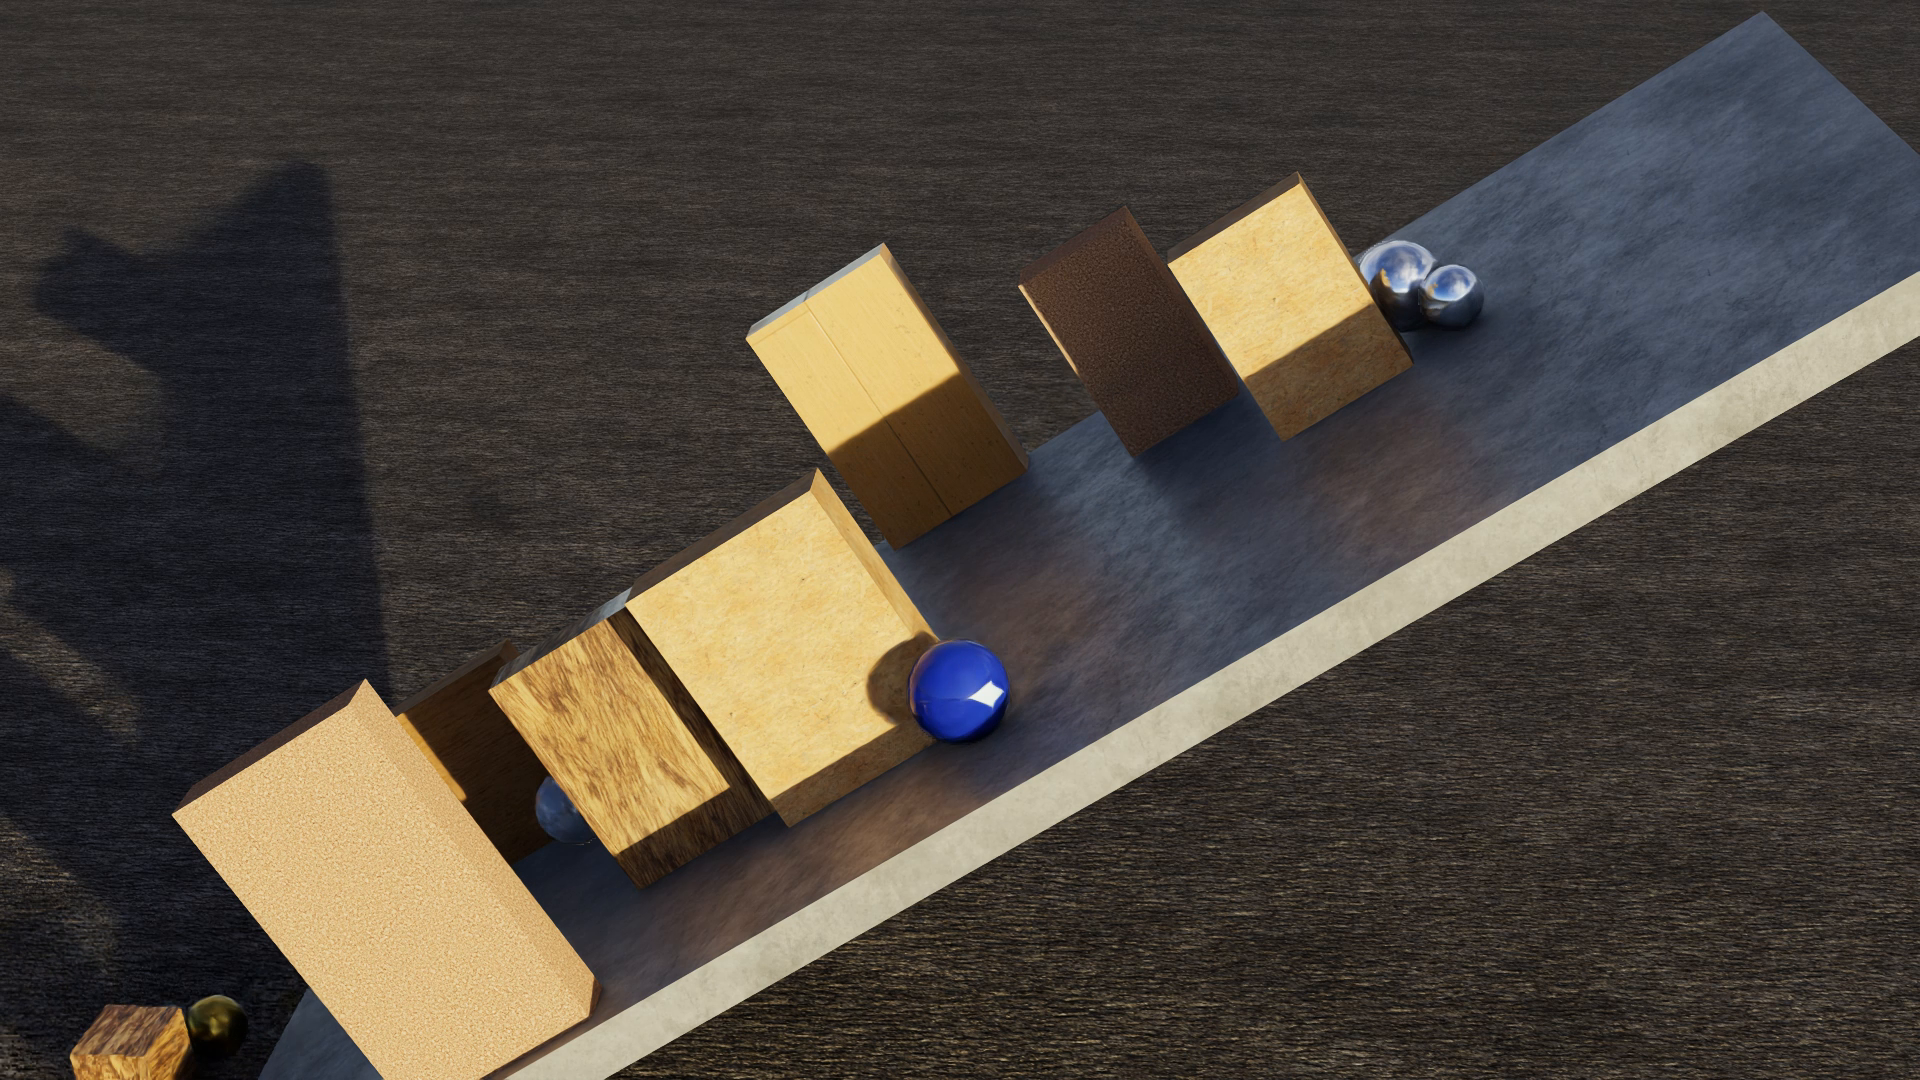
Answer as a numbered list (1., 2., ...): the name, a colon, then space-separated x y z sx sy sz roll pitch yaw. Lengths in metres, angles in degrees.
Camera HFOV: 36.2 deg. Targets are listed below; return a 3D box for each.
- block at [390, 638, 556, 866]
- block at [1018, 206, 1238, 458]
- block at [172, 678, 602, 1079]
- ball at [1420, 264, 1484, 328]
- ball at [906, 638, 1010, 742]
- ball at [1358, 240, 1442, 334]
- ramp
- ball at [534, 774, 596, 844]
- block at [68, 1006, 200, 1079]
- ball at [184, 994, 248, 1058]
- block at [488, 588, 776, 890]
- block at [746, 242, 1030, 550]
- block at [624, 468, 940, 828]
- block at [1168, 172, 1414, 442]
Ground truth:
1. block: -1.082 0.516 6.781 0.400 0.443 0.097 -31 15 14
2. block: 0.381 -0.469 6.632 0.280 0.476 0.141 -31 15 14
3. block: -1.087 0.693 5.622 0.423 0.768 0.126 -31 15 14
4. ball: 1.013 -0.500 6.052 0.131 0.131 0.131 0 20 0
5. ball: -0.003 0.289 5.656 0.199 0.199 0.199 0 20 0
6. ball: 0.928 -0.535 6.217 0.195 0.195 0.195 0 20 0
7. ramp: 0.139 0.171 6.296 4.000 0.100 2.000 -31 15 14
8. ball: -0.869 0.595 6.611 0.172 0.172 0.172 0 20 0
9. block: -1.836 1.166 6.547 0.182 0.182 0.182 -1 27 14
10. ball: -1.721 1.125 6.800 0.146 0.146 0.146 0 20 0
11. block: -0.634 0.392 6.042 0.419 0.531 0.121 -31 15 14
12. block: -0.171 -0.342 7.100 0.386 0.639 0.109 -31 15 14
13. block: -0.311 0.217 5.821 0.441 0.567 0.136 -31 15 14
14. block: 0.682 -0.480 6.075 0.314 0.452 0.111 -31 15 14
